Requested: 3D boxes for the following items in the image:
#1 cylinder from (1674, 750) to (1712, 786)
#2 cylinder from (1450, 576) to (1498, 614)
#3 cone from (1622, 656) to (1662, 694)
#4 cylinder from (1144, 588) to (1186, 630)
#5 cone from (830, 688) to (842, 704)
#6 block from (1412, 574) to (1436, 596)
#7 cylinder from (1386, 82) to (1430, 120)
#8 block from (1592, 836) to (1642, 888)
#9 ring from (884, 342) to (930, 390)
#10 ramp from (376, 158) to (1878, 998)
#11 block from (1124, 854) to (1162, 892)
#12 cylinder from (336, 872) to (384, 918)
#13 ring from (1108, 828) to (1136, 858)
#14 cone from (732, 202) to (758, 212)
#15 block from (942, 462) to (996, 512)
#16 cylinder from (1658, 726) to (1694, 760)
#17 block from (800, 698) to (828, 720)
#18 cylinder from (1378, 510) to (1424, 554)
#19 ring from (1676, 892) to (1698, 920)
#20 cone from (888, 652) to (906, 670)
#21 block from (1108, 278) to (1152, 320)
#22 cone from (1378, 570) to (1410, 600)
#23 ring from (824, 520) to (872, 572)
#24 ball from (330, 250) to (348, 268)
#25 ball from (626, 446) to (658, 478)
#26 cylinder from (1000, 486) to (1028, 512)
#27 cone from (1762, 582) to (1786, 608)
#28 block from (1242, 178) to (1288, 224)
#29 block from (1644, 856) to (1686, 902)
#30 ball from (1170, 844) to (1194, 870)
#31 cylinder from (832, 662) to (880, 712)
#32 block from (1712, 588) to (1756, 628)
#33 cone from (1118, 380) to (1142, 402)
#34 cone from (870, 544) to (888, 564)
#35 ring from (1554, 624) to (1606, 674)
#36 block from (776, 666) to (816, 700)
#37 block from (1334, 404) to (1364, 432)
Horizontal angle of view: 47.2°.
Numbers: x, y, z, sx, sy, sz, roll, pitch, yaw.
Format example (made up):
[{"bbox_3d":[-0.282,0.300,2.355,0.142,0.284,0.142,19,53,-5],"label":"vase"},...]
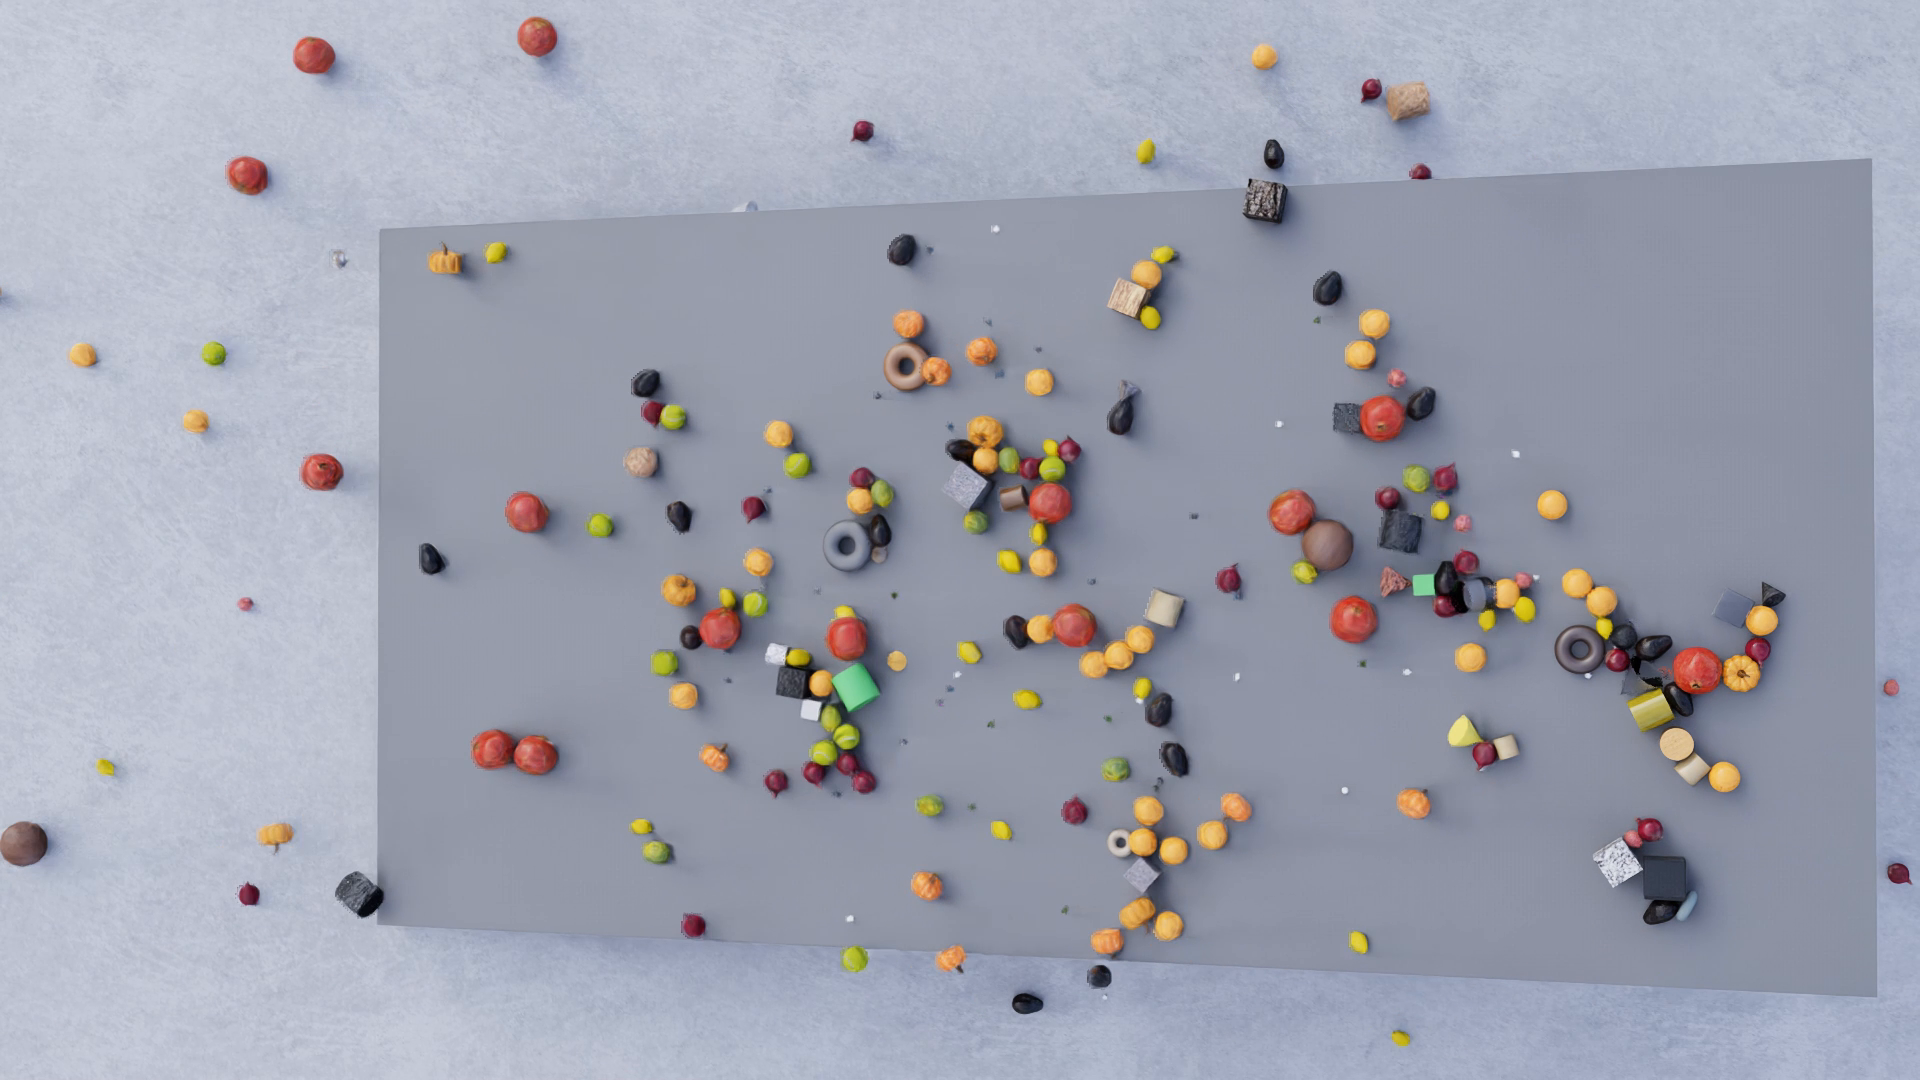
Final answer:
[{"bbox_3d":[1.771,0.552,5.316,0.063,0.063,0.063,-42,89,16],"label":"cylinder"},{"bbox_3d":[1.270,0.136,5.436,0.081,0.081,0.081,-7,89,-24],"label":"cylinder"},{"bbox_3d":[1.643,0.350,5.366,0.095,0.095,0.095,38,127,1],"label":"cone"},{"bbox_3d":[0.529,0.177,5.661,0.079,0.079,0.079,28,110,0],"label":"cylinder"},{"bbox_3d":[-0.313,0.421,5.921,0.059,0.059,0.059,14,89,-14],"label":"cone"},{"bbox_3d":[1.161,0.113,5.500,0.051,0.051,0.051,-4,88,16],"label":"block"},{"bbox_3d":[1.301,-1.273,6.384,0.095,0.095,0.095,-12,89,-7],"label":"cylinder"},{"bbox_3d":[1.600,0.783,5.350,0.083,0.083,0.083,-35,80,12],"label":"block"},{"bbox_3d":[-0.143,-0.465,5.877,0.131,0.044,0.131,1,93,14],"label":"ring"},{"bbox_3d":[0.268,0.096,5.829,4.000,0.100,2.000,0,89,16],"label":"ramp"},{"bbox_3d":[0.473,0.861,5.673,0.066,0.066,0.066,43,100,12],"label":"block"},{"bbox_3d":[-1.713,1.011,6.274,0.094,0.094,0.094,33,89,24],"label":"cylinder"},{"bbox_3d":[0.419,0.787,5.711,0.076,0.025,0.076,-1,88,15],"label":"ring"},{"bbox_3d":[-0.640,-0.955,6.415,0.075,0.075,0.075,10,89,27],"label":"cone"},{"bbox_3d":[0.024,-0.141,5.801,0.091,0.091,0.091,37,99,13],"label":"block"},{"bbox_3d":[1.733,0.491,5.321,0.077,0.077,0.077,0,89,16],"label":"cylinder"},{"bbox_3d":[-0.393,0.457,5.928,0.051,0.051,0.051,10,92,18],"label":"block"},{"bbox_3d":[1.103,-0.019,5.496,0.093,0.093,0.093,12,90,0],"label":"cylinder"},{"bbox_3d":[1.755,0.883,5.308,0.026,0.079,0.079,28,89,18],"label":"ring"},{"bbox_3d":[-0.176,0.324,5.869,0.054,0.054,0.054,0,89,16],"label":"cone"},{"bbox_3d":[0.439,-0.623,5.698,0.080,0.080,0.080,24,96,15],"label":"block"},{"bbox_3d":[1.106,0.107,5.524,0.076,0.076,0.076,-9,89,-30],"label":"cone"},{"bbox_3d":[-0.302,0.016,5.914,0.141,0.047,0.141,0,90,16],"label":"ring"},{"bbox_3d":[-1.792,-0.810,6.351,0.050,0.050,0.050,0,89,0],"label":"ball"},{"bbox_3d":[-0.876,-0.214,6.056,0.087,0.087,0.087,0,89,0],"label":"ball"},{"bbox_3d":[0.142,-0.109,5.784,0.060,0.060,0.060,-14,89,15],"label":"cylinder"},{"bbox_3d":[1.945,0.122,5.293,0.059,0.059,0.059,-21,56,0],"label":"cone"},{"bbox_3d":[0.777,-0.863,5.602,0.089,0.089,0.089,12,92,15],"label":"block"},{"bbox_3d":[1.703,0.817,5.315,0.094,0.094,0.094,0,89,16],"label":"block"},{"bbox_3d":[0.567,0.810,5.621,0.062,0.062,0.062,0,89,0],"label":"ball"},{"bbox_3d":[-0.278,0.394,5.874,0.098,0.098,0.098,-30,81,0],"label":"cylinder"},{"bbox_3d":[1.861,0.164,5.292,0.072,0.072,0.072,28,96,14],"label":"block"},{"bbox_3d":[0.448,-0.389,5.720,0.059,0.059,0.059,-2,89,-11],"label":"cone"},{"bbox_3d":[-0.224,0.037,5.889,0.051,0.051,0.051,0,89,16],"label":"cone"},{"bbox_3d":[1.523,0.269,5.402,0.122,0.041,0.122,0,91,15],"label":"ring"},{"bbox_3d":[-0.444,0.385,5.932,0.076,0.076,0.076,8,91,16],"label":"block"},{"bbox_3d":[0.981,-0.307,5.548,0.067,0.067,0.067,3,90,17],"label":"block"}]
